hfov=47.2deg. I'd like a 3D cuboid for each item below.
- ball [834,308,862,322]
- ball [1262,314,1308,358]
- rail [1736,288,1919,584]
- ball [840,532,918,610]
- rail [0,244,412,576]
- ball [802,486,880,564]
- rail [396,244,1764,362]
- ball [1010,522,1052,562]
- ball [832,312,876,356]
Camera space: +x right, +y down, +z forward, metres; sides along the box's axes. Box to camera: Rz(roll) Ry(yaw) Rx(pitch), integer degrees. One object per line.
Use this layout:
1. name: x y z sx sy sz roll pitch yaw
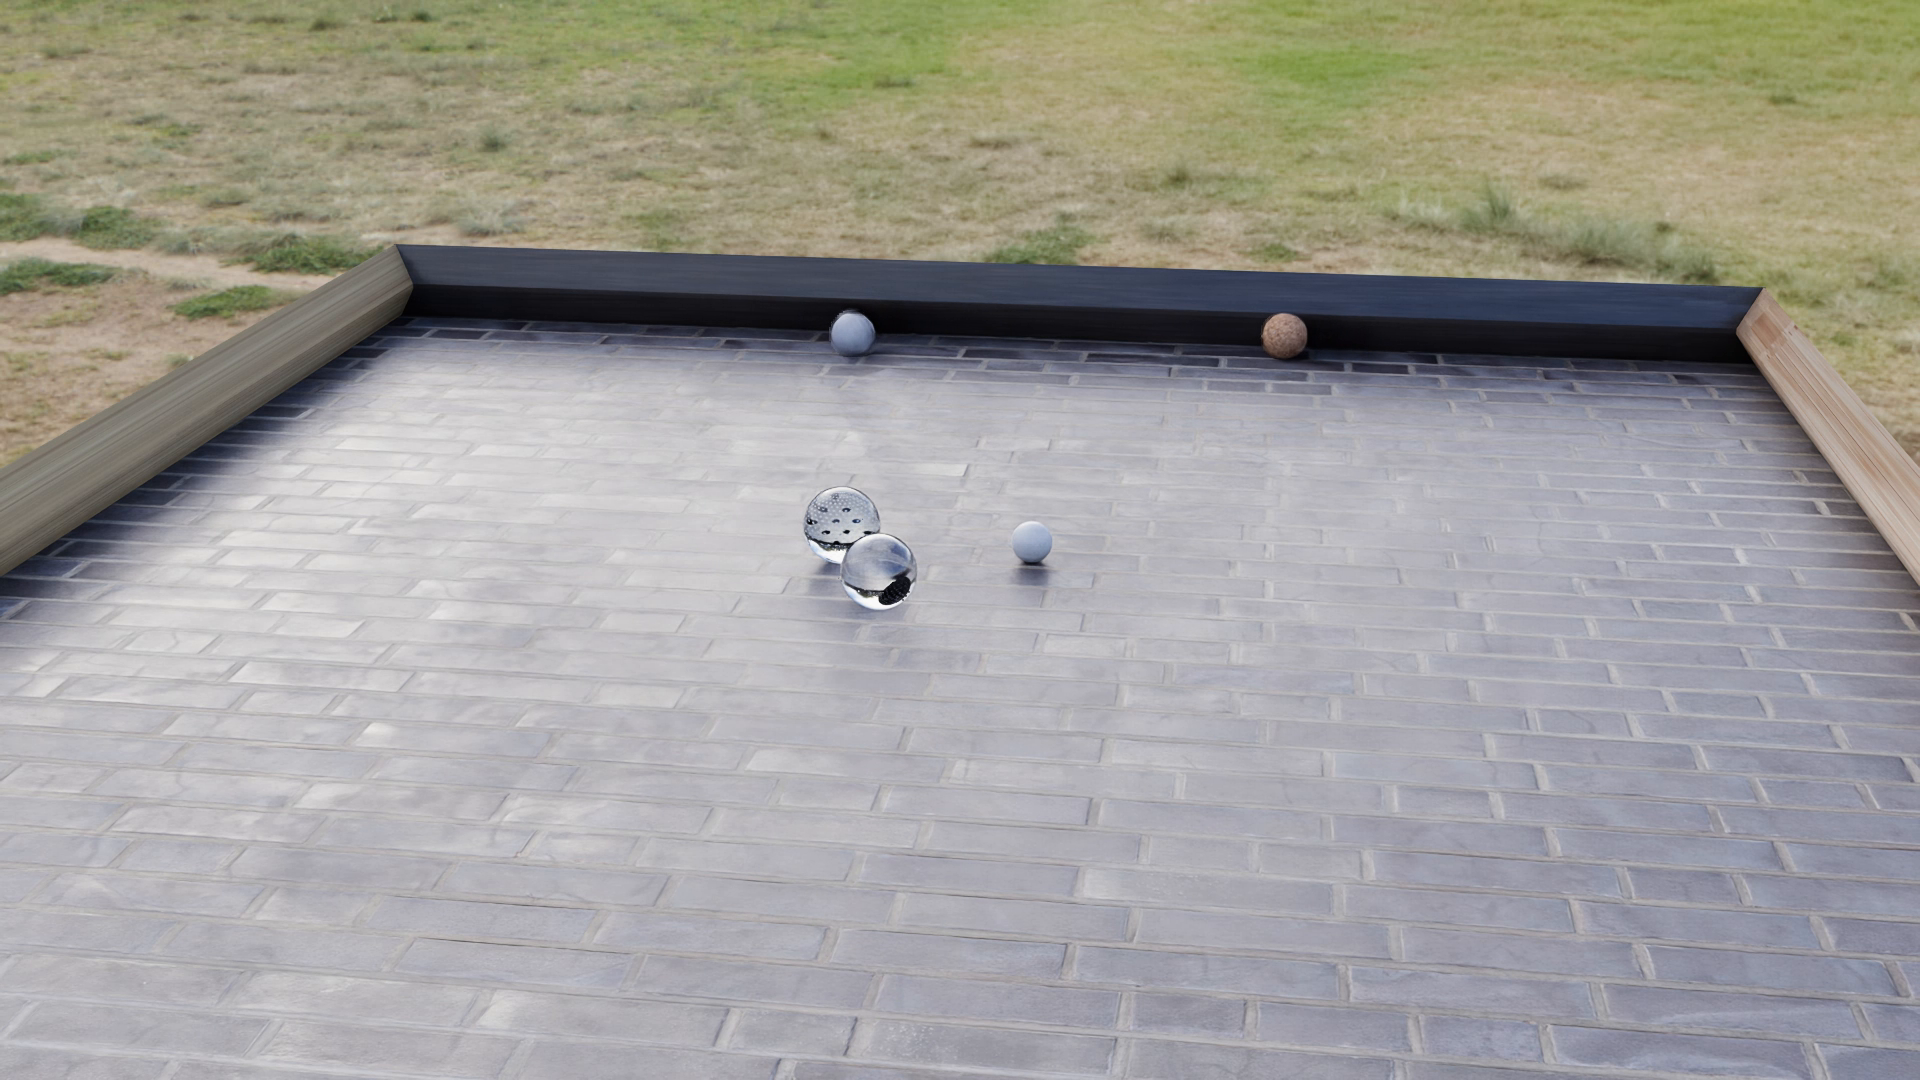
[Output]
1. ball: -0.184 -0.363 3.688 0.054 0.054 0.054 0 20 0
2. ball: 0.528 -0.331 3.572 0.074 0.074 0.074 0 20 0
3. rail: 0.957 0.404 1.489 0.045 0.124 4.407 3 20 7
4. ball: -0.094 0.037 2.544 0.090 0.090 0.090 0 20 0
5. rail: -1.263 0.297 1.781 0.045 0.124 4.407 3 20 7
6. ball: -0.144 -0.018 2.686 0.095 0.095 0.095 0 20 0
7. rail: 0.150 -0.392 3.662 2.289 0.124 0.045 3 20 7
8. ball: 0.088 0.002 2.694 0.051 0.051 0.051 0 20 0
9. ball: -0.174 -0.335 3.587 0.071 0.071 0.071 0 20 0
